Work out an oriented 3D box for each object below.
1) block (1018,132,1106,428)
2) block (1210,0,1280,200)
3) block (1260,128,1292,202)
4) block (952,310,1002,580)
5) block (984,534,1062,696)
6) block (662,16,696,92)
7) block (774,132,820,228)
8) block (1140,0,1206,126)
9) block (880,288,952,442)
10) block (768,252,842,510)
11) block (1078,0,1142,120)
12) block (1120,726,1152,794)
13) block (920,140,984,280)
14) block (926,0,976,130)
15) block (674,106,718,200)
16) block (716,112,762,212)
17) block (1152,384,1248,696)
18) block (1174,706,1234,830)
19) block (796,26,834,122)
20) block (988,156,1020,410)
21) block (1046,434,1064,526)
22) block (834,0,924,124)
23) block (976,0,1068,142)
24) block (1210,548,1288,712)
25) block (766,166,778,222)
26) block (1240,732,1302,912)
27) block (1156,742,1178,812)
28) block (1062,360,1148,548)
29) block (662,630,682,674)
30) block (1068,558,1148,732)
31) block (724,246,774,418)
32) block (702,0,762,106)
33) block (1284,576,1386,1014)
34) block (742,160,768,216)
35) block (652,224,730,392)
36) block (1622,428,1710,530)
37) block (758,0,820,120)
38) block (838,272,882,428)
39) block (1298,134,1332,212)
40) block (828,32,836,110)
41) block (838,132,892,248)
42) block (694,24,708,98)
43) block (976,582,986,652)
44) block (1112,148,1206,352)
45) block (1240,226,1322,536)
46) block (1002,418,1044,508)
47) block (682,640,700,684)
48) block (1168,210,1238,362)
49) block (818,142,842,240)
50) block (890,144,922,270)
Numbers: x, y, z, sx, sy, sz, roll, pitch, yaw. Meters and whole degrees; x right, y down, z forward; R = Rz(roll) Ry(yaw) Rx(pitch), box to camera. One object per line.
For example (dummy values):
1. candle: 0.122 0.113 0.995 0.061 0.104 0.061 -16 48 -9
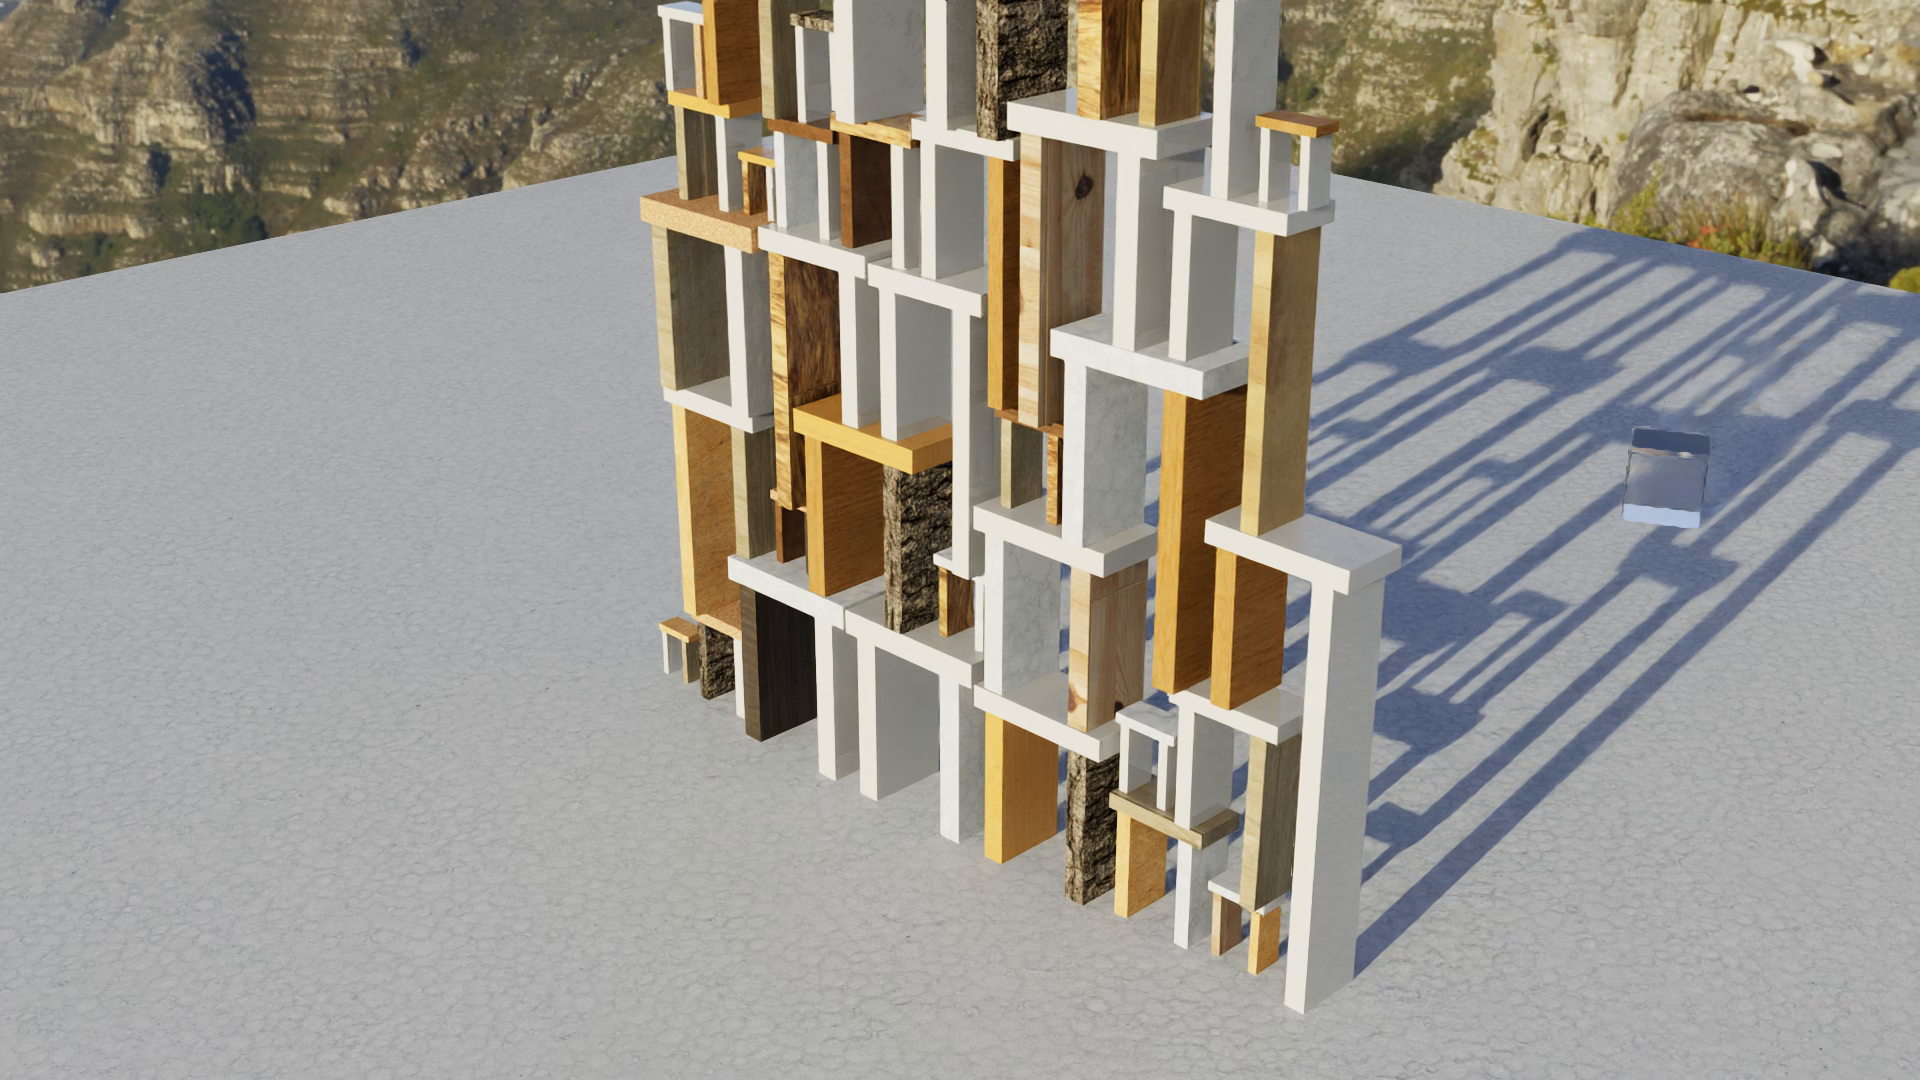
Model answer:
1. block: 0.177 -0.463 3.831 0.046 0.517 0.164 21 31 41
2. block: 0.445 -0.703 3.428 0.116 0.324 0.033 -22 31 -40
3. block: 0.493 -0.590 3.432 0.058 0.115 0.016 -22 31 -40
4. block: 0.054 -0.189 4.083 0.147 0.518 0.042 -21 31 -41
5. block: 0.119 0.118 4.146 0.045 0.319 0.159 21 31 41
6. block: -0.555 -0.976 4.396 0.072 0.144 0.020 -22 31 -40
7. block: -0.313 -0.705 4.259 0.026 0.186 0.093 21 31 40
8. block: 0.339 -0.787 3.513 0.033 0.231 0.116 21 31 40
9. block: -0.083 -0.347 4.166 0.042 0.293 0.147 21 31 40
10. block: -0.302 -0.332 4.409 0.043 0.532 0.152 21 31 40
11. block: 0.268 -0.868 3.557 0.049 0.346 0.173 21 31 40
12. block: 0.323 0.390 4.033 0.019 0.136 0.068 21 31 41
13. block: -0.013 -0.606 3.975 0.125 0.249 0.035 -21 31 -40
14. block: 0.020 -0.899 3.812 0.049 0.346 0.173 21 31 40
15. block: -0.528 -0.792 4.460 0.027 0.191 0.095 22 32 40
16. block: -0.437 -0.757 4.378 0.095 0.191 0.027 -22 31 -40
17. block: 0.412 -0.013 3.763 0.168 0.545 0.048 -21 30 -40
18. block: 0.437 0.386 3.913 0.034 0.237 0.118 21 31 41
19. block: -0.274 -0.881 4.140 0.072 0.178 0.020 -22 31 -41
20. block: 0.106 -0.464 3.909 0.125 0.458 0.035 -22 31 -40
21. block: 0.195 -0.119 3.963 0.024 0.171 0.086 21 31 41
22. block: -0.146 -0.950 3.966 0.173 0.371 0.049 -21 31 -40
23. block: 0.107 -0.899 3.723 0.173 0.416 0.049 -22 31 -40
24. block: 0.494 0.132 3.747 0.145 0.291 0.041 -21 31 -40
25. block: -0.352 -0.682 4.308 0.015 0.109 0.054 21 31 41
26. block: 0.547 0.475 3.831 0.118 0.340 0.034 -21 32 -40
27. block: 0.387 0.415 3.974 0.019 0.136 0.068 21 31 41
28. block: 0.256 -0.170 3.870 0.048 0.337 0.168 21 31 40
29. block: -0.654 0.249 5.039 0.015 0.105 0.053 21 31 41
30. block: 0.270 0.176 4.008 0.045 0.319 0.159 21 31 40
31. block: -0.385 -0.438 4.448 0.050 0.351 0.176 21 31 40
32. block: -0.439 -0.976 4.271 0.034 0.242 0.121 21 31 40
33. block: 0.633 0.426 3.722 0.145 0.809 0.041 -21 31 -41
34. block: -0.403 -0.702 4.355 0.015 0.109 0.054 21 31 41
35. block: -0.550 -0.503 4.600 0.050 0.351 0.175 22 32 40
36. block: 1.896 -0.167 5.903 0.196 0.196 0.196 8 24 17
37. block: -0.322 -0.932 4.172 0.034 0.246 0.121 21 31 40
38. block: -0.159 -0.380 4.231 0.043 0.304 0.152 21 31 41
39. block: 0.547 -0.569 3.382 0.058 0.115 0.016 -22 31 -40
40. block: -0.206 -0.871 4.071 0.072 0.143 0.020 -21 29 -40
41. block: -0.174 -0.665 4.125 0.031 0.217 0.108 21 31 41
42. block: -0.488 -0.949 4.334 0.072 0.144 0.020 -22 31 -40
43. block: 0.062 0.137 4.219 0.021 0.146 0.073 21 31 41
44. block: 0.330 -0.491 3.652 0.164 0.328 0.046 -21 31 -40
45. block: 0.516 -0.261 3.544 0.035 0.508 0.123 21 31 41
46. block: 0.114 -0.151 4.037 0.024 0.171 0.086 21 31 41
47. block: -0.604 0.269 4.993 0.015 0.105 0.053 21 31 41
48. block: 0.400 -0.427 3.600 0.123 0.247 0.035 -21 31 -40
49. block: -0.225 -0.671 4.178 0.093 0.186 0.026 -21 31 -40
50. block: -0.075 -0.618 4.031 0.108 0.229 0.031 -21 31 -40
